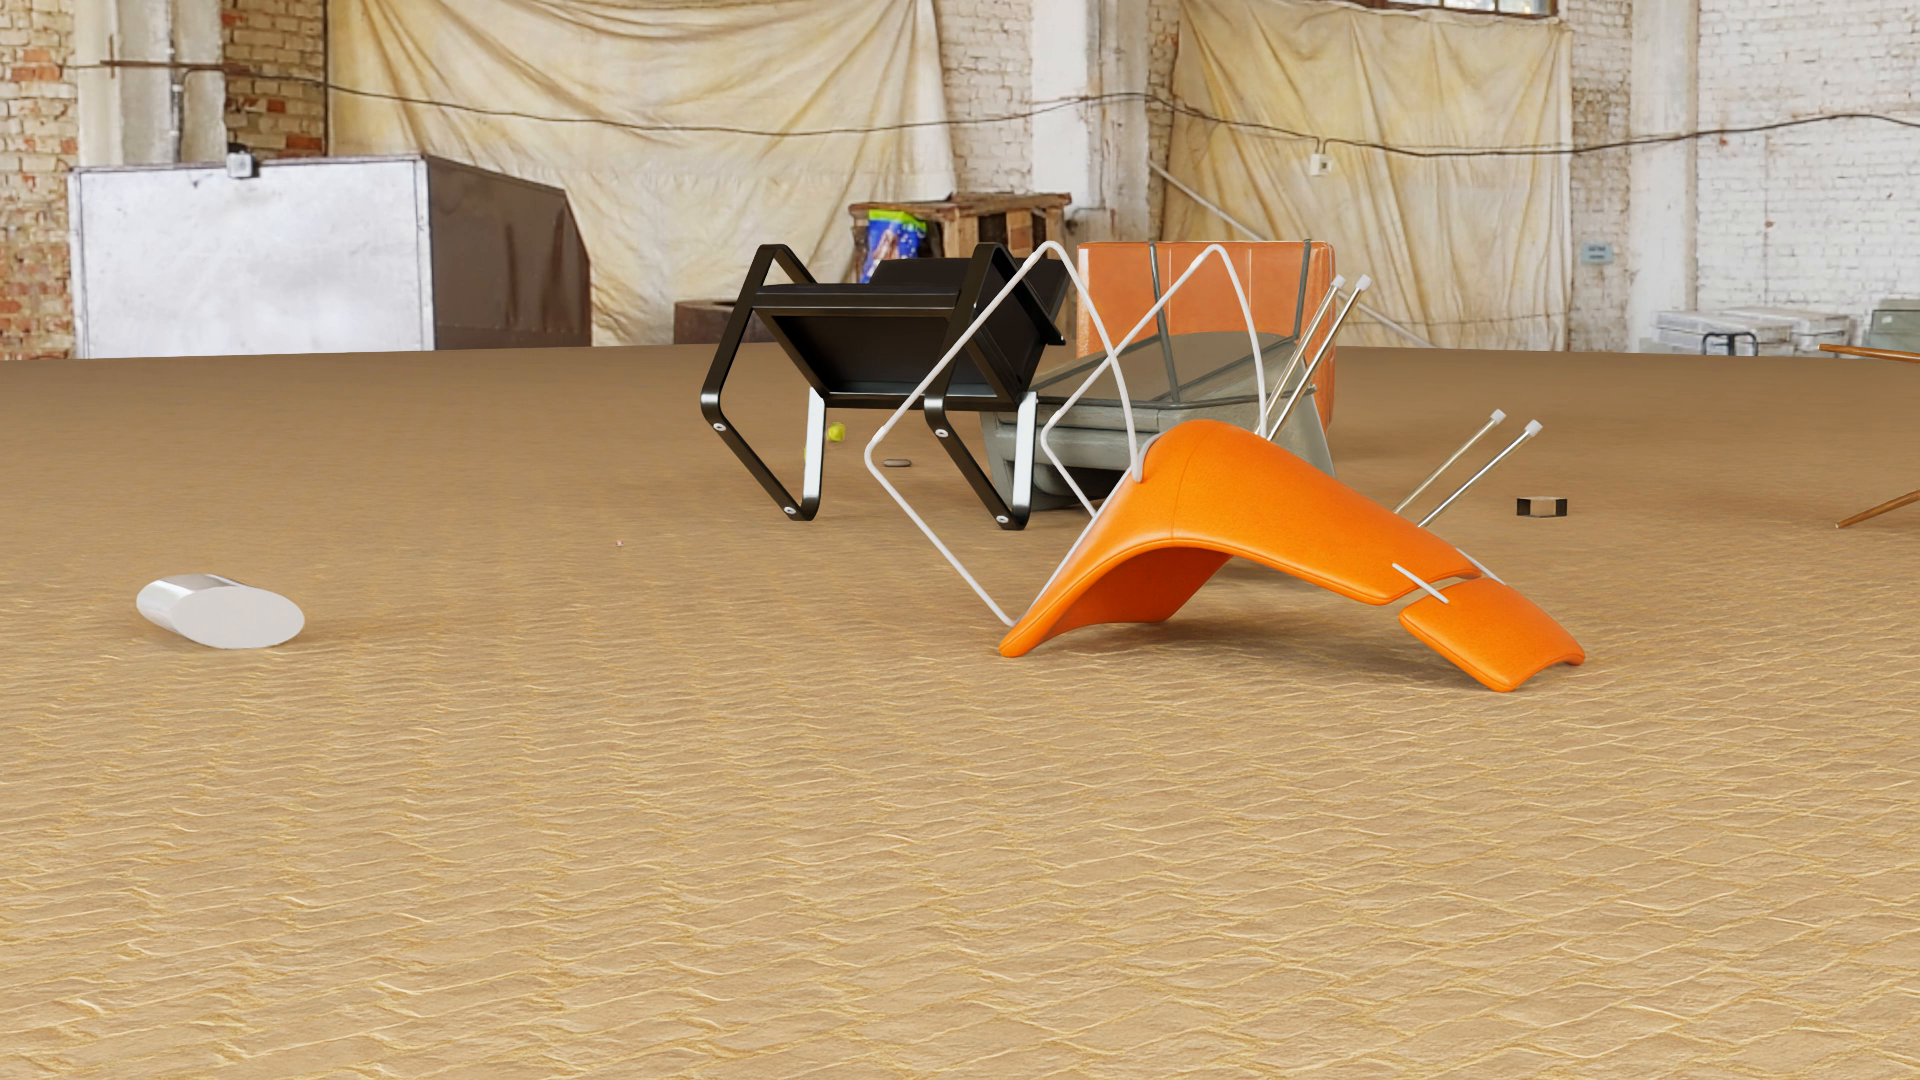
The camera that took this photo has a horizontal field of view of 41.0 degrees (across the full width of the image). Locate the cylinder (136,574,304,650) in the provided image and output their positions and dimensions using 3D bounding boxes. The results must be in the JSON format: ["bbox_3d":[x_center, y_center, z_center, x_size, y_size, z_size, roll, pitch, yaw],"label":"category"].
[{"bbox_3d":[-1.331,0.128,4.614,0.239,0.112,0.220,5,2,-33],"label":"cylinder"}]

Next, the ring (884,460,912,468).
[{"bbox_3d":[-0.217,-0.266,8.877,0.102,0.025,0.091,3,6,36],"label":"ring"}]

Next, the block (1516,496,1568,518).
[{"bbox_3d":[1.599,-0.090,7.050,0.104,0.049,0.086,-4,7,-33],"label":"block"}]
